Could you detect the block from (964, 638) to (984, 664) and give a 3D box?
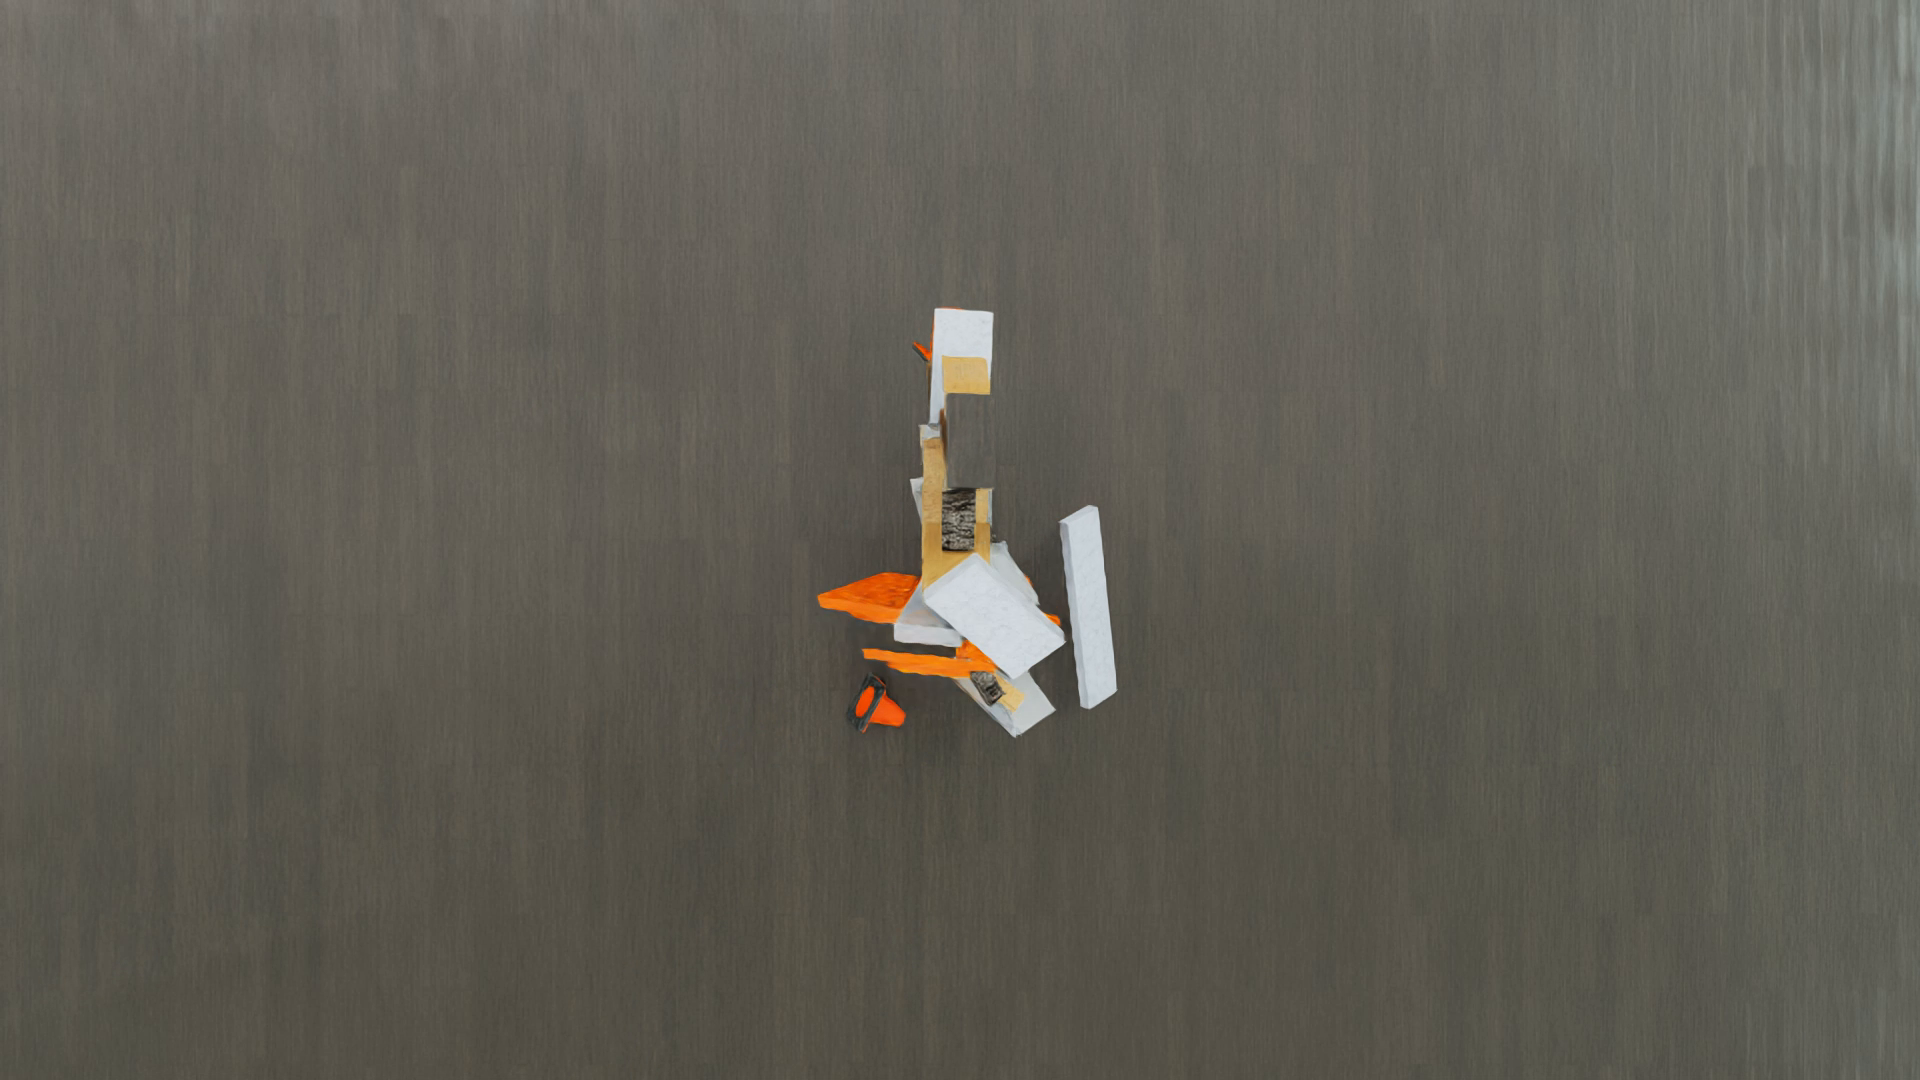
[{"bbox_3d":[0.084,0.266,5.020,0.151,0.329,0.043,-23,48,-5],"label":"block"}]

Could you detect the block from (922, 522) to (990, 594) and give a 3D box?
[{"bbox_3d":[-0.007,0.042,4.152,0.166,0.332,0.047,0,114,1],"label":"block"}]

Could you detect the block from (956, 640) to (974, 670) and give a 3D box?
[{"bbox_3d":[0.029,0.292,5.259,0.128,0.036,0.257,-33,69,-4],"label":"block"}]

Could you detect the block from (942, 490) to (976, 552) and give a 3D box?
[{"bbox_3d":[-0.004,-0.047,4.081,0.082,0.023,0.164,1,122,1],"label":"block"}]

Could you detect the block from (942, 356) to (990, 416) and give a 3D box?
[{"bbox_3d":[0.016,-0.385,4.170,0.115,0.230,0.033,2,130,-6],"label":"block"}]

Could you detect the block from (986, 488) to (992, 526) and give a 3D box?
[{"bbox_3d":[0.006,-0.201,4.612,0.163,0.046,0.326,-1,85,0],"label":"block"}]

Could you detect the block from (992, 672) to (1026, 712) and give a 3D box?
[{"bbox_3d":[0.134,0.469,5.086,0.128,0.018,0.064,37,90,-17],"label":"block"}]

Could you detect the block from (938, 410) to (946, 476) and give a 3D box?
[{"bbox_3d":[0.013,-0.242,4.155,0.115,0.230,0.033,0,134,-6],"label":"block"}]

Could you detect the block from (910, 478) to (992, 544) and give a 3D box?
[{"bbox_3d":[-0.012,-0.031,4.526,0.168,0.402,0.048,-12,48,3],"label":"block"}]

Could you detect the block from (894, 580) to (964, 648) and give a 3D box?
[{"bbox_3d":[-0.038,0.163,4.280,0.166,0.488,0.047,5,108,9],"label":"block"}]

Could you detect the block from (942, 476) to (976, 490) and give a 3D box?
[{"bbox_3d":[-0.001,-0.143,4.133,0.082,0.164,0.023,0,133,1],"label":"block"}]

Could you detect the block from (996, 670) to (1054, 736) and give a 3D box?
[{"bbox_3d":[0.169,0.465,5.151,0.128,0.036,0.257,-34,78,-10],"label":"block"}]

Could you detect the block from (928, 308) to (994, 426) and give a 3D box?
[{"bbox_3d":[0.002,-0.445,4.289,0.152,0.043,0.304,3,82,-6],"label":"block"}]

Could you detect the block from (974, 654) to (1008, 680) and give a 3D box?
[{"bbox_3d":[0.106,0.389,5.089,0.128,0.018,0.064,33,93,-42],"label":"block"}]

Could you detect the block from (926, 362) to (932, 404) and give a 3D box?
[{"bbox_3d":[-0.009,-0.422,4.462,0.152,0.304,0.043,-26,71,-9],"label":"block"}]

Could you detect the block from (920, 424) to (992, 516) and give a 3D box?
[{"bbox_3d":[-0.011,-0.182,4.435,0.168,0.337,0.048,-6,50,0],"label":"block"}]

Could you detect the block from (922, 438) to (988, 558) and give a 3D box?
[{"bbox_3d":[-0.012,-0.102,4.289,0.168,0.048,0.337,2,123,0],"label":"block"}]

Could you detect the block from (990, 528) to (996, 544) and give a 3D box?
[{"bbox_3d":[0.019,-0.008,4.861,0.151,0.302,0.043,-1,96,-3],"label":"block"}]

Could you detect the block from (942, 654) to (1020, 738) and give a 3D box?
[{"bbox_3d":[0.104,0.481,5.317,0.128,0.423,0.036,-38,130,-11],"label":"block"}]

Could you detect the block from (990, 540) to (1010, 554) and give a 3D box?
[{"bbox_3d":[0.091,0.113,4.640,0.129,0.257,0.036,-13,48,4],"label":"block"}]

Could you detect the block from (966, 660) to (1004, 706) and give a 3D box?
[{"bbox_3d":[0.079,0.438,5.036,0.064,0.018,0.128,-39,108,-23],"label":"block"}]

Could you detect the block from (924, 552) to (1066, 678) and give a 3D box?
[{"bbox_3d":[0.085,0.187,4.019,0.166,0.047,0.332,-37,119,21],"label":"block"}]

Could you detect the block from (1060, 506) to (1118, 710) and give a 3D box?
[{"bbox_3d":[0.388,0.208,4.952,0.129,0.036,0.629,-28,122,-36],"label":"block"}]

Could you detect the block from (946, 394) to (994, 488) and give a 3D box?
[{"bbox_3d":[0.026,-0.242,4.047,0.115,0.033,0.230,0,86,-6],"label":"block"}]

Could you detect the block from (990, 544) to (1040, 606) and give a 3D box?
[{"bbox_3d":[0.111,0.118,4.595,0.129,0.257,0.036,-22,47,13],"label":"block"}]

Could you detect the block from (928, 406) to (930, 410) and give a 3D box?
[{"bbox_3d":[-0.003,-0.260,4.446,0.152,0.304,0.043,-6,59,-1],"label":"block"}]
